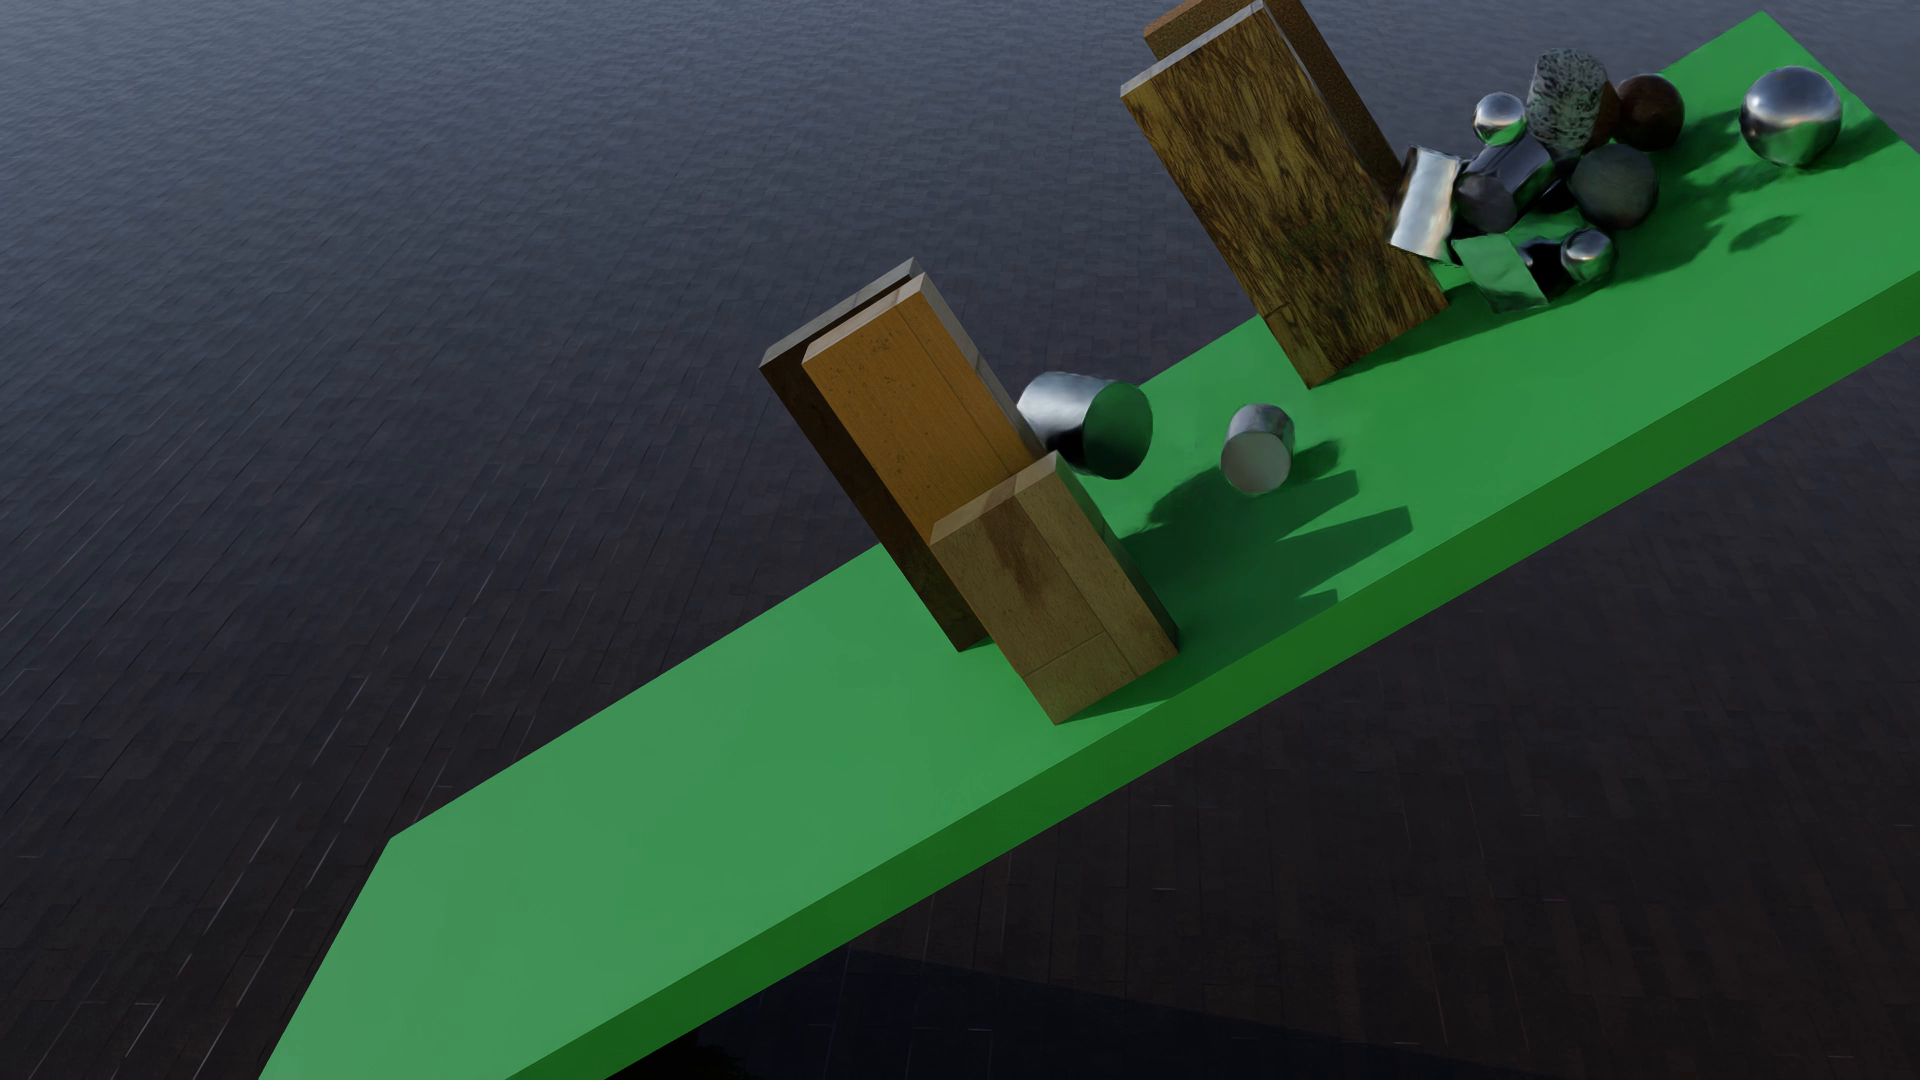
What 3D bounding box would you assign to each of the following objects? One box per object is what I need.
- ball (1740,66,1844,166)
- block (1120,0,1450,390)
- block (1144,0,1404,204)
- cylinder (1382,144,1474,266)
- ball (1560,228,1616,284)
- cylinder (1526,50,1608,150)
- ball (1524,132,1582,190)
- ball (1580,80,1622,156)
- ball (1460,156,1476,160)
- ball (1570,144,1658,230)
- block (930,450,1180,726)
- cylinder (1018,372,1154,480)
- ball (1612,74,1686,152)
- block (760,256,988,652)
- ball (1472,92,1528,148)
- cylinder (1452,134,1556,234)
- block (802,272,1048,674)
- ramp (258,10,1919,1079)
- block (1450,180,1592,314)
[{"bbox_3d":[1.597,-0.814,5.652,0.192,0.192,0.192,0,20,0],"label":"ball"},{"bbox_3d":[0.690,-0.730,6.236,0.348,0.754,0.121,-31,15,14],"label":"block"},{"bbox_3d":[0.761,-0.941,6.748,0.332,0.745,0.124,-31,15,14],"label":"block"},{"bbox_3d":[0.997,-0.690,6.076,0.202,0.202,0.202,15,13,-4],"label":"cylinder"},{"bbox_3d":[1.237,-0.561,5.797,0.111,0.111,0.111,0,20,0],"label":"ball"},{"bbox_3d":[1.219,-0.888,5.931,0.143,0.143,0.143,2,45,-2],"label":"cylinder"},{"bbox_3d":[1.202,-0.787,6.114,0.176,0.176,0.176,0,20,0],"label":"ball"},{"bbox_3d":[1.302,-0.903,6.212,0.184,0.184,0.184,0,20,0],"label":"ball"},{"bbox_3d":[1.112,-0.743,6.453,0.197,0.197,0.197,0,20,0],"label":"ball"},{"bbox_3d":[1.326,-0.716,5.959,0.175,0.175,0.175,0,20,0],"label":"ball"},{"bbox_3d":[0.178,0.089,5.455,0.274,0.422,0.123,-31,15,14],"label":"block"},{"bbox_3d":[0.262,-0.243,6.218,0.207,0.207,0.207,-17,20,-38],"label":"cylinder"},{"bbox_3d":[1.463,-0.912,6.283,0.167,0.167,0.167,0,20,0],"label":"ball"},{"bbox_3d":[-0.049,-0.173,6.126,0.370,0.742,0.140,-31,15,14],"label":"block"},{"bbox_3d":[1.042,-0.809,5.675,0.107,0.107,0.107,0,20,0],"label":"ball"},{"bbox_3d":[1.074,-0.706,5.809,0.146,0.146,0.146,17,50,39],"label":"cylinder"},{"bbox_3d":[0.023,-0.128,5.792,0.275,0.763,0.136,-31,15,14],"label":"block"},{"bbox_3d":[0.139,0.171,6.297,4.000,0.100,2.000,-31,15,14],"label":"ramp"},{"bbox_3d":[1.148,-0.590,5.941,0.182,0.182,0.182,-41,16,-22],"label":"block"}]
